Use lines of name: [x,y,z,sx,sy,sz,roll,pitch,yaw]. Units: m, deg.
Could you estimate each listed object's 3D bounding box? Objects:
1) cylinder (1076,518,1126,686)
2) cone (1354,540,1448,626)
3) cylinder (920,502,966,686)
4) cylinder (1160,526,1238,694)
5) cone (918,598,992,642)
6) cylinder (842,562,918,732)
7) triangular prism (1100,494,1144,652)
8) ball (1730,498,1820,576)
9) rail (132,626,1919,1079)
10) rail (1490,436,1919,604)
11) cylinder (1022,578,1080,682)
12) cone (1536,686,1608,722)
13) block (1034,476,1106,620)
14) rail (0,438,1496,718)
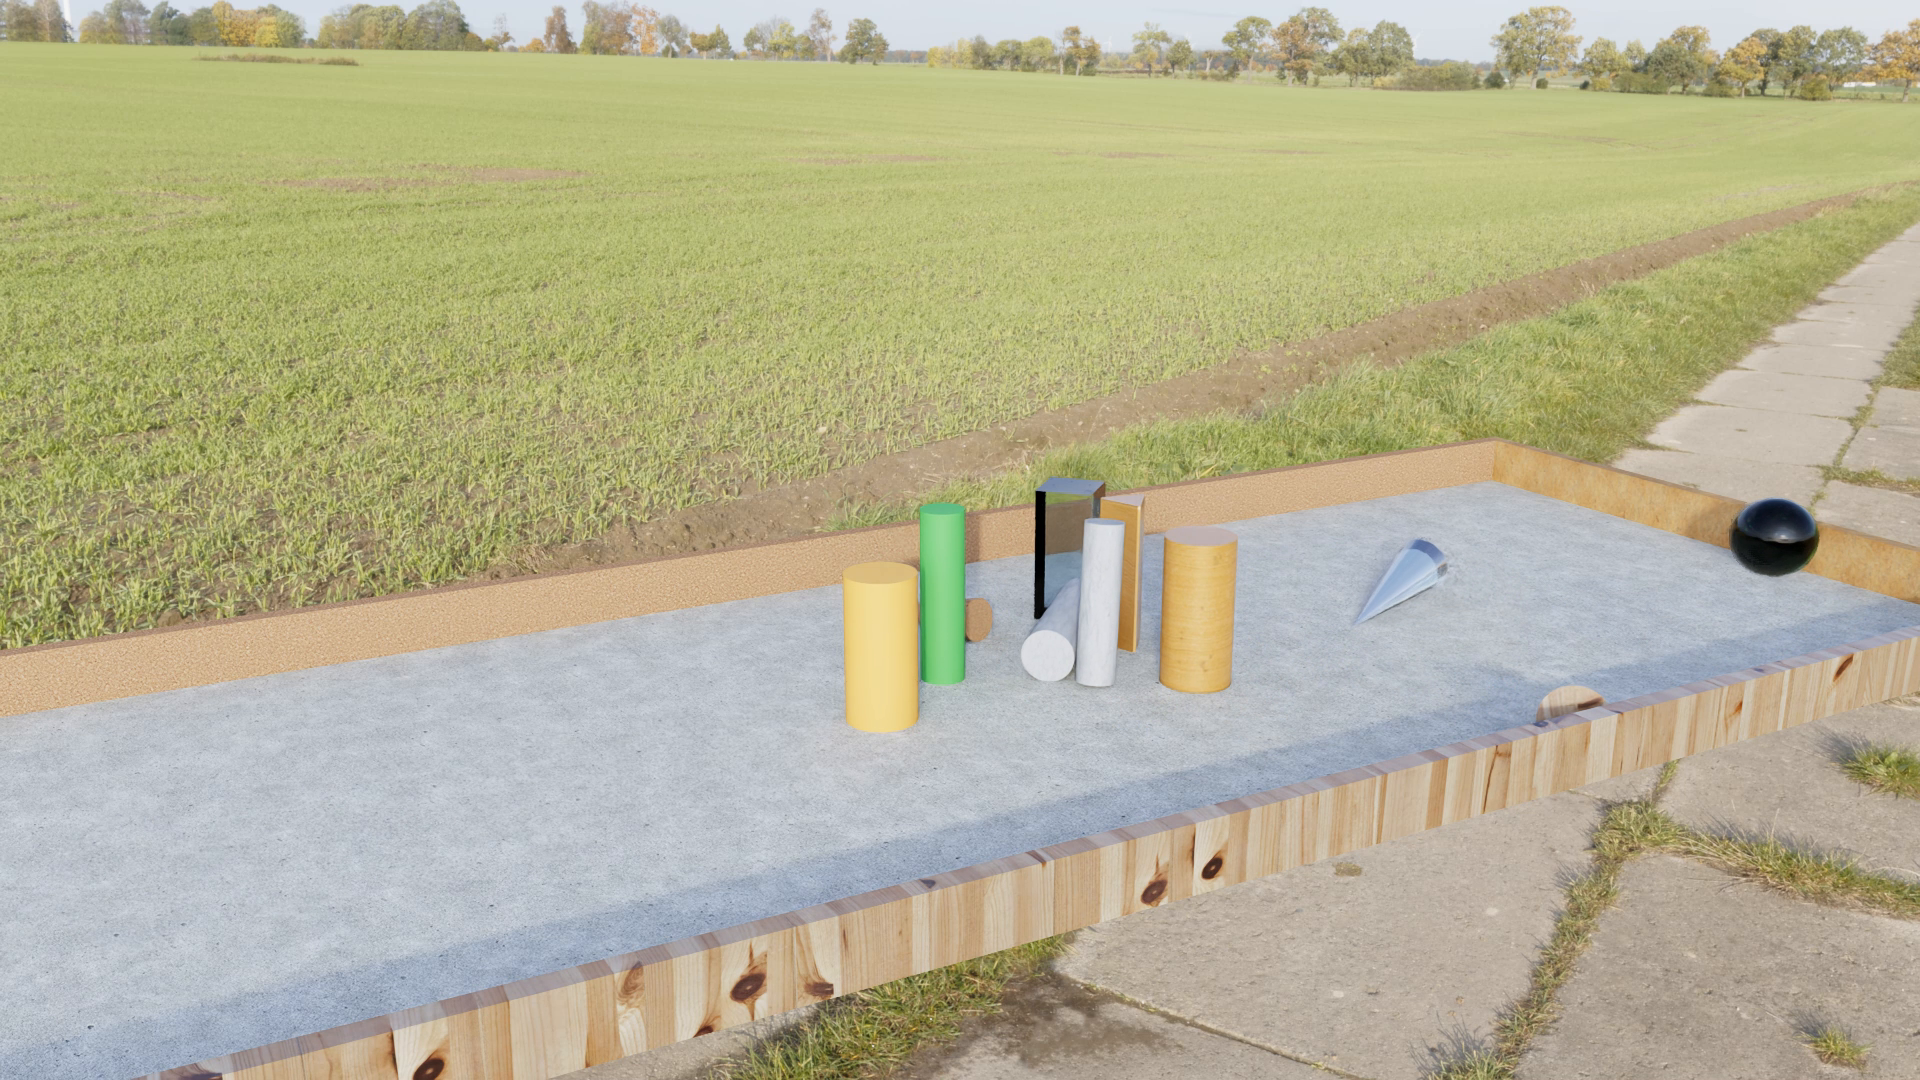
cylinder: [0.347,0.154,4.097,0.101,0.405,0.101,2,11,0]
cone: [1.218,0.155,4.692,0.154,0.154,0.446,13,31,37]
cylinder: [-0.044,0.135,4.112,0.112,0.442,0.112,0,16,0]
cylinder: [0.591,0.172,4.096,0.180,0.380,0.180,0,16,0]
cone: [-0.108,0.202,4.562,0.425,0.118,0.118,4,15,42]
cylinder: [-0.185,0.249,3.865,0.173,0.362,0.173,0,16,0]
triangular prism: [0.450,0.082,4.369,0.124,0.399,0.107,14,22,40]
ball: [2.449,-0.009,4.960,0.239,0.239,0.239,0,16,0]
rail: [-2.336,1.006,1.665,12.000,0.150,0.050,-9,18,-27]
rail: [2.466,-0.048,5.253,0.050,0.150,2.100,-9,18,-27]
cylinder: [0.277,0.230,4.331,0.136,0.136,0.445,4,17,14]
cone: [1.454,0.406,3.831,0.167,0.167,0.345,9,5,28]
block: [0.306,0.028,4.598,0.157,0.371,0.157,6,18,18]
rail: [-3.305,0.497,3.399,12.000,0.150,0.050,-9,18,-27]
